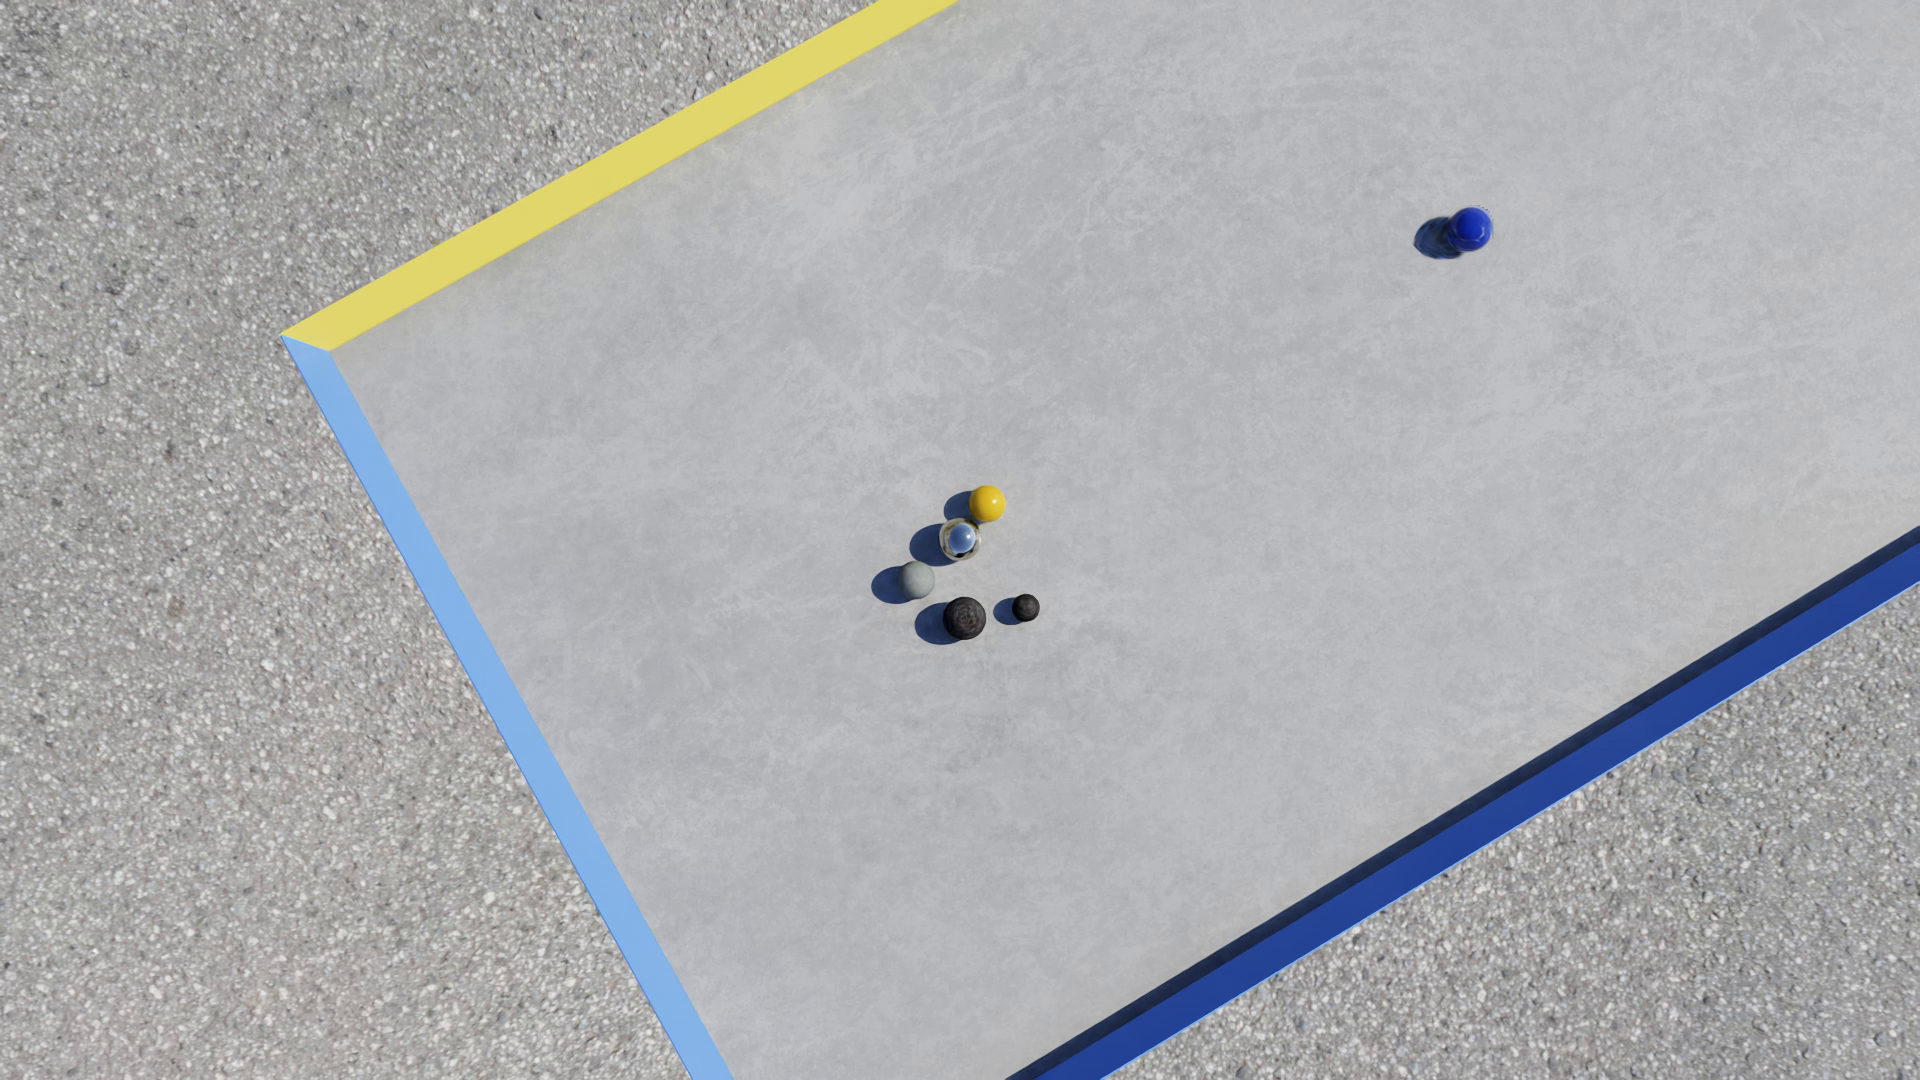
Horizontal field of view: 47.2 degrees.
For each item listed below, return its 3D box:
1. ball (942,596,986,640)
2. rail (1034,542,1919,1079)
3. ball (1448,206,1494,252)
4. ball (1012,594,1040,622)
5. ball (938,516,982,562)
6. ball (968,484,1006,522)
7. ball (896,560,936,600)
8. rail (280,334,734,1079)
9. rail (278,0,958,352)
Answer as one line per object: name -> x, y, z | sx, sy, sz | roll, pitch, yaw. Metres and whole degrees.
ball -> 0.007, 0.116, 3.261 | 0.065, 0.065, 0.065 | 0, 81, 0
rail -> 1.003, 0.274, 3.222 | 2.888, 0.088, 0.045 | -30, 82, -5
ball -> 0.779, -0.474, 3.358 | 0.068, 0.068, 0.068 | 0, 81, 0
ball -> 0.098, 0.101, 3.275 | 0.042, 0.042, 0.042 | 0, 81, 0
ball -> 0.000, -0.001, 3.280 | 0.066, 0.066, 0.066 | 0, 81, 0
ball -> 0.041, -0.054, 3.294 | 0.057, 0.057, 0.057 | 0, 81, 0
ball -> -0.066, 0.060, 3.274 | 0.058, 0.058, 0.058 | 0, 81, 0
rail -> -0.602, 0.347, 3.210 | 0.045, 0.088, 1.550 | -30, 82, -5
rail -> 0.241, -1.003, 3.434 | 2.888, 0.088, 0.045 | -30, 82, -5
